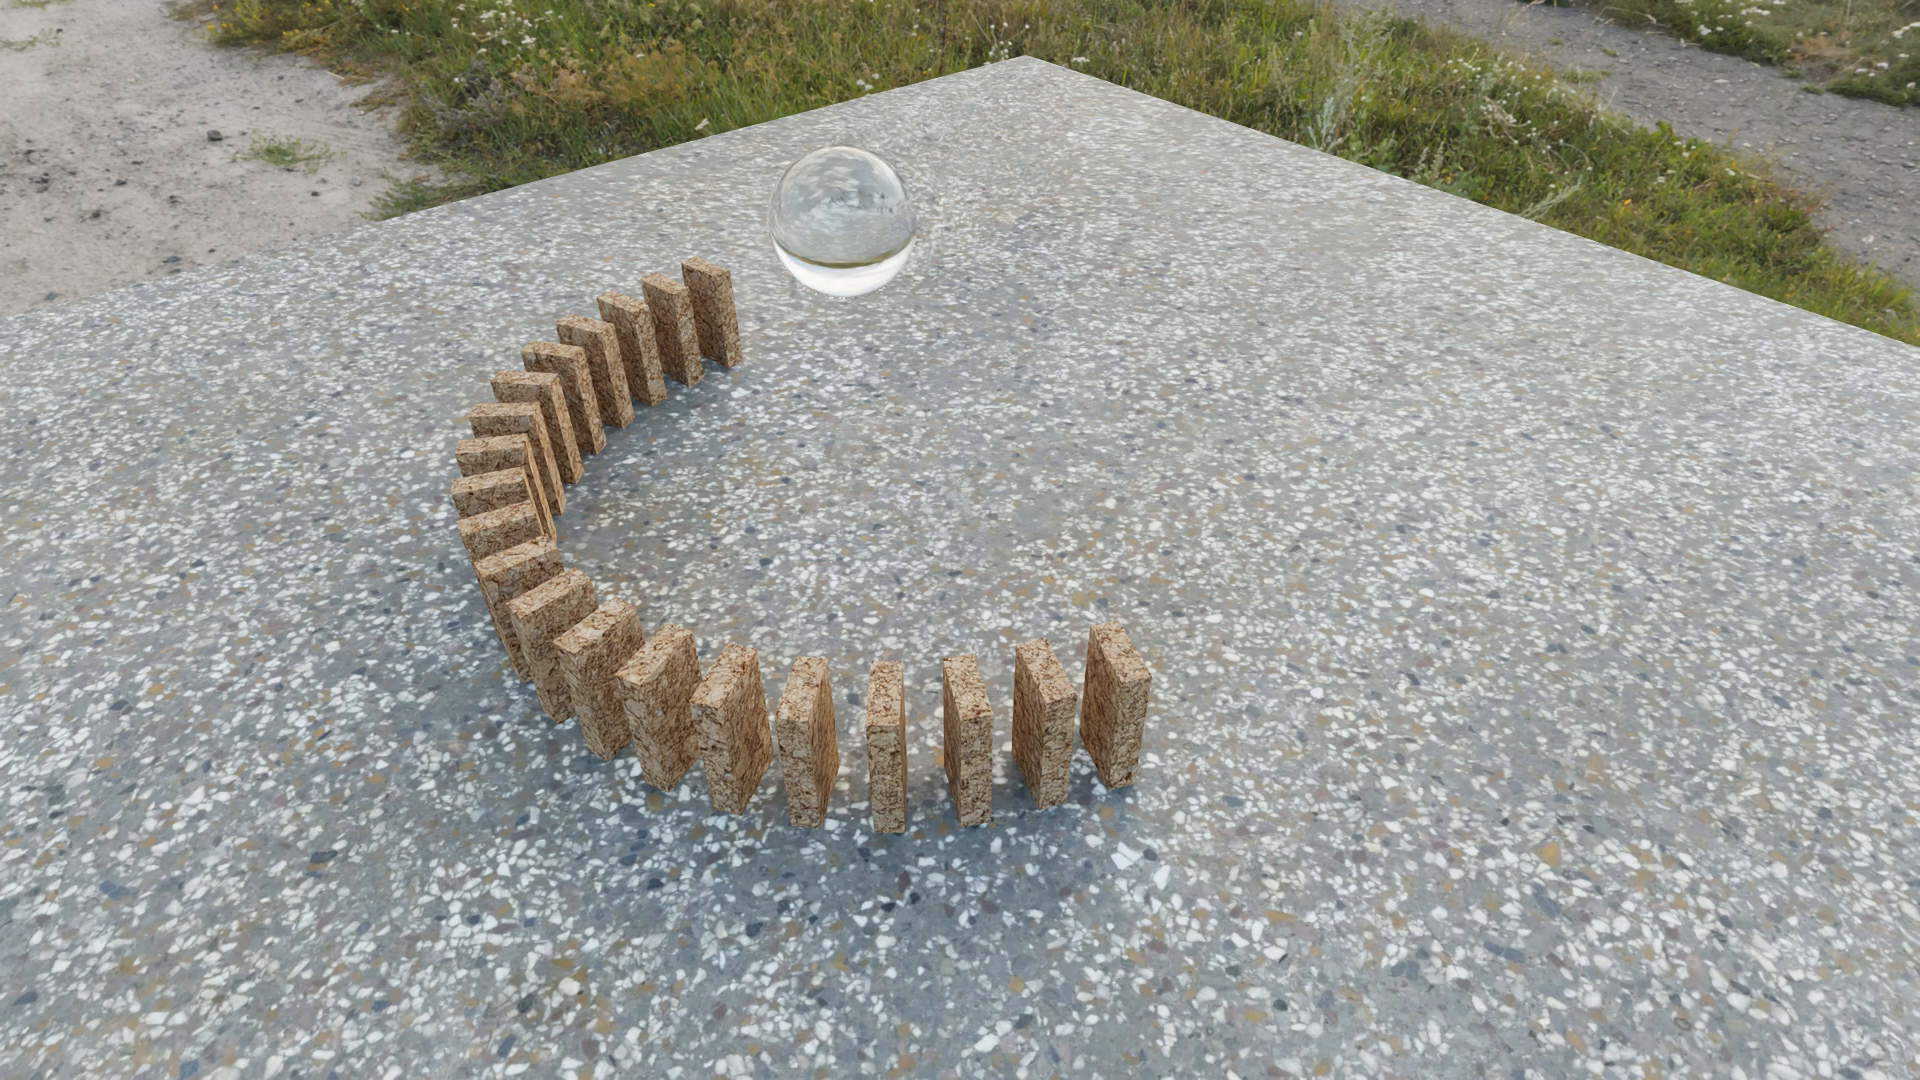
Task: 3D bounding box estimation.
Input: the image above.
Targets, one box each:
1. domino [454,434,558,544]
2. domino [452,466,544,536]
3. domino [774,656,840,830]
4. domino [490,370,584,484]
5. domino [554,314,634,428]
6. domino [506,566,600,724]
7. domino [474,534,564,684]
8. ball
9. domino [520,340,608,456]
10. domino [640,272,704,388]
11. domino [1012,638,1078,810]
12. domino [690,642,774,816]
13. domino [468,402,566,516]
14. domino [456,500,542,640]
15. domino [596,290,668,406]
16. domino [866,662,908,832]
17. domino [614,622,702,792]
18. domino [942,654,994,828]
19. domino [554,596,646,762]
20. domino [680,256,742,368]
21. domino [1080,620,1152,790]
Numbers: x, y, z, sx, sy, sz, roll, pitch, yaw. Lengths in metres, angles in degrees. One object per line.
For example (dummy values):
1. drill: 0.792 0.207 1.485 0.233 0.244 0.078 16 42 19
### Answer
1. domino: -0.178 -0.017 0.432 0.025 0.050 0.009 -7 40 -9
2. domino: -0.171 -0.002 0.414 0.025 0.050 0.009 -13 41 -15
3. domino: -0.046 0.062 0.336 0.010 0.050 0.025 5 40 7
4. domino: -0.180 -0.048 0.470 0.025 0.050 0.010 4 40 5
5. domino: -0.167 -0.077 0.506 0.025 0.050 0.009 15 42 18
6. domino: -0.132 0.036 0.368 0.010 0.050 0.025 31 48 32
7. domino: -0.148 0.024 0.382 0.025 0.050 0.009 -26 46 -28
8. ball: -0.063 -0.173 0.599 0.080 0.080 0.080 0 39 0
9. domino: -0.175 -0.063 0.488 0.025 0.050 0.010 10 40 11
10. domino: -0.140 -0.102 0.536 0.025 0.050 0.009 29 48 31
11. domino: 0.025 0.058 0.341 0.010 0.050 0.025 -12 41 -14
12. domino: -0.070 0.059 0.340 0.009 0.050 0.025 11 41 13
13. domino: -0.181 -0.032 0.451 0.025 0.050 0.010 -2 39 -2
14. domino: -0.161 0.012 0.397 0.025 0.050 0.009 -19 43 -22
15. domino: -0.155 -0.090 0.522 0.025 0.050 0.009 25 45 27
16. domino: -0.022 0.063 0.334 0.010 0.050 0.025 0 39 0
17. domino: -0.092 0.053 0.347 0.009 0.050 0.025 17 42 20
18. domino: 0.002 0.062 0.336 0.009 0.050 0.025 -8 40 -10
19. domino: -0.113 0.045 0.356 0.009 0.050 0.025 24 45 26
20. domino: -0.124 -0.114 0.550 0.025 0.050 0.009 27 46 29
21. domino: 0.048 0.053 0.347 0.009 0.050 0.025 -11 41 -13
